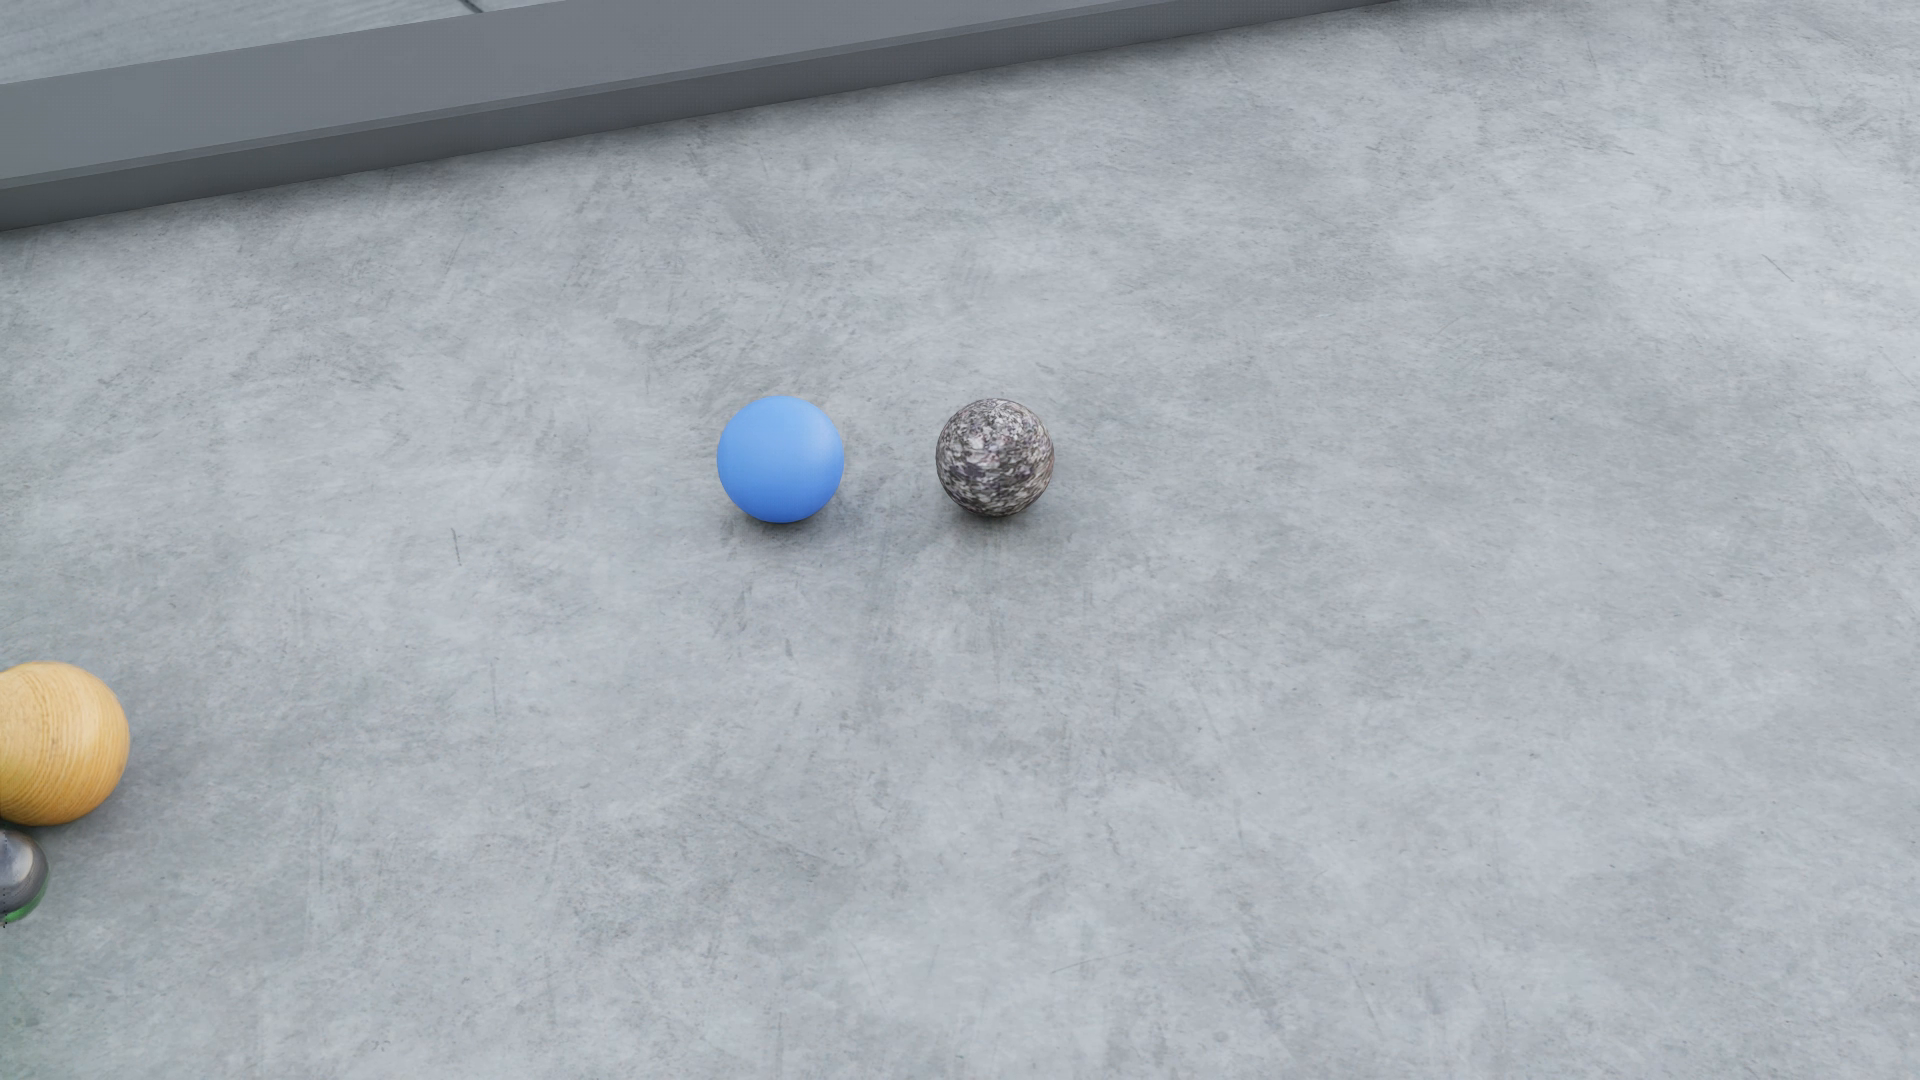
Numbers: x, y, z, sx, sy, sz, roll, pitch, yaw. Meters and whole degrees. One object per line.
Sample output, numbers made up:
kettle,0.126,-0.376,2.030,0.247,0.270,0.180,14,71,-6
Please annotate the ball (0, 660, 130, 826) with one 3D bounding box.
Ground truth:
ball,-0.498,0.110,1.395,0.090,0.090,0.090,0,35,0

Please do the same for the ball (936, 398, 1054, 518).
ball,0.022,-0.052,1.640,0.076,0.076,0.076,0,35,0

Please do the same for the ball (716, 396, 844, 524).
ball,-0.114,-0.051,1.634,0.081,0.081,0.081,0,35,0

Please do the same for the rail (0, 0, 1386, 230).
rail,0.338,-0.512,2.260,2.511,0.117,0.045,-13,37,-17

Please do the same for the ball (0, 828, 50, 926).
ball,-0.501,0.175,1.336,0.052,0.052,0.052,0,35,0
